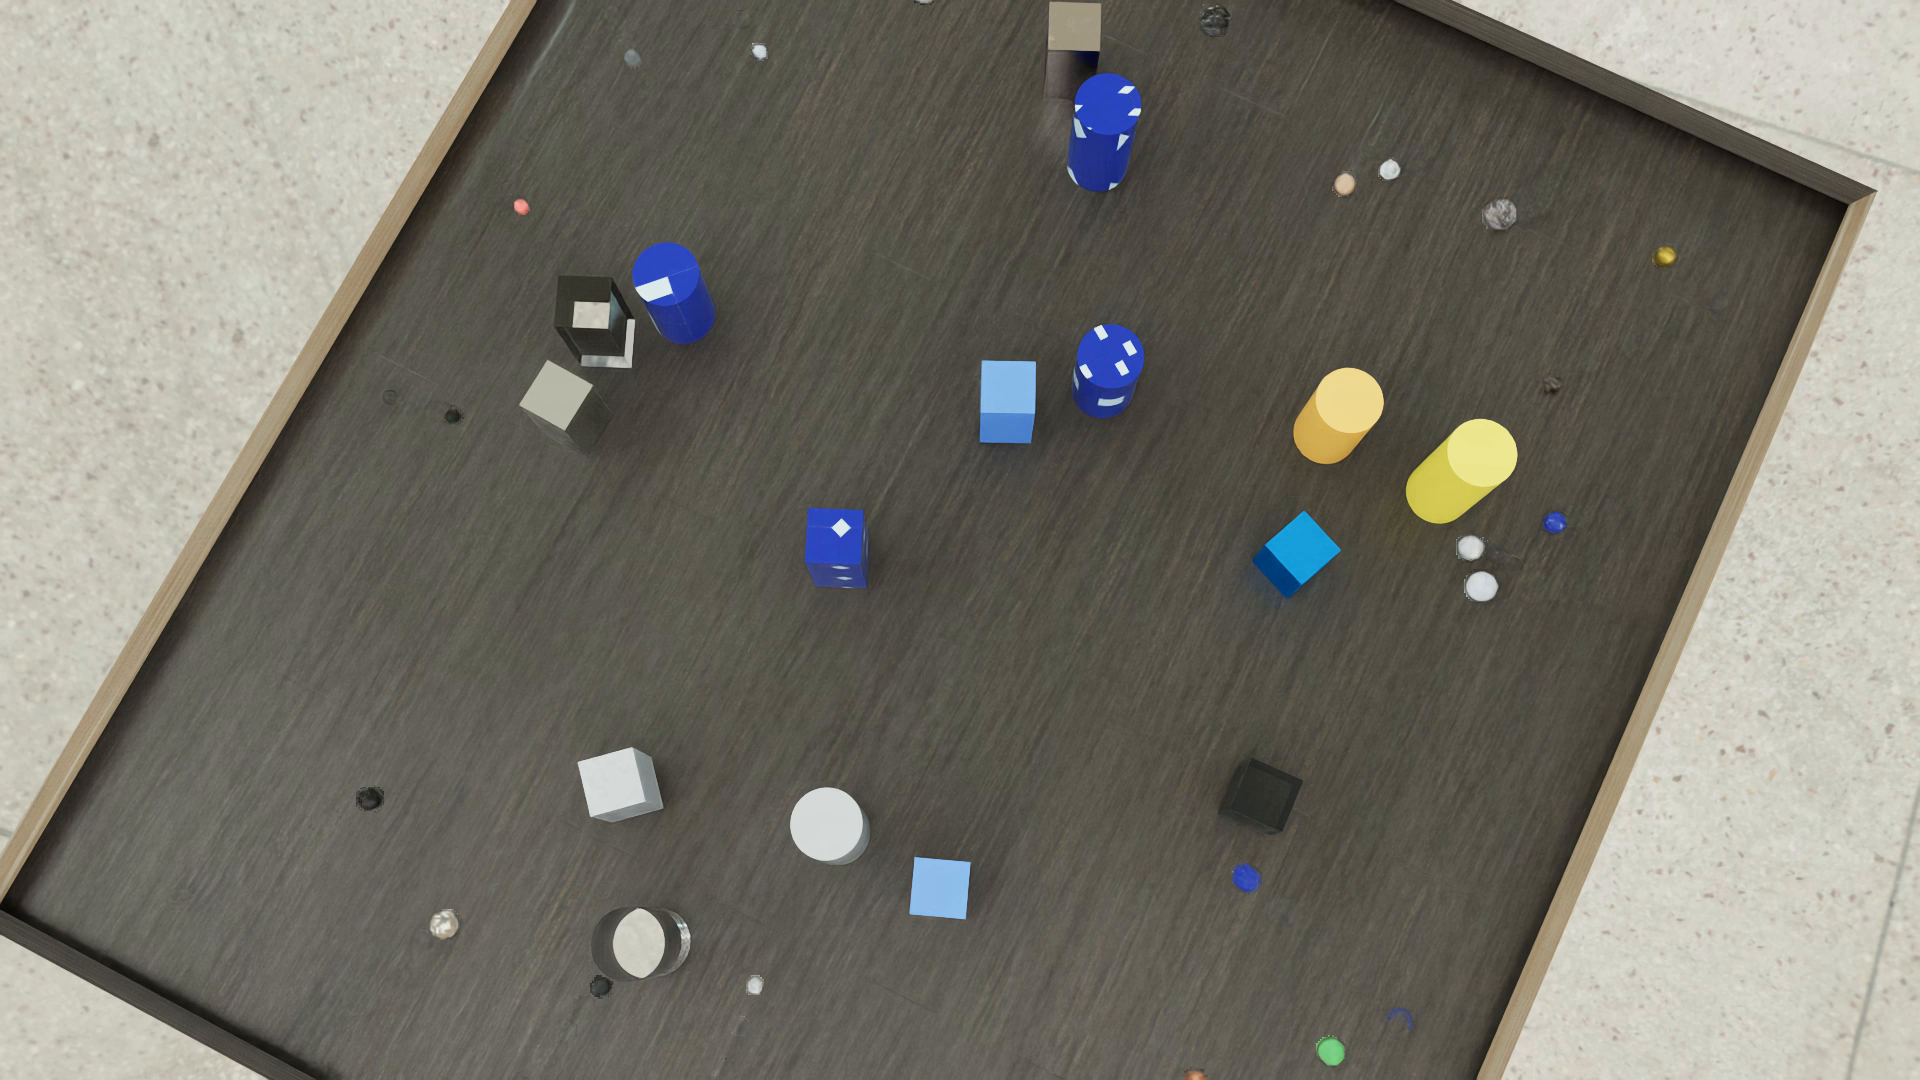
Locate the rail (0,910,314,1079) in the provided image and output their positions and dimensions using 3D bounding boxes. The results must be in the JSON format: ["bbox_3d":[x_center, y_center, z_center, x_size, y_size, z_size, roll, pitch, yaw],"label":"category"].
[{"bbox_3d":[-1.004,1.974,5.142,4.130,0.128,0.045,26,80,5],"label":"rail"}]

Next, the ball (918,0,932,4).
[{"bbox_3d":[-0.115,-1.782,5.945,0.079,0.079,0.079,0,78,0],"label":"ball"}]

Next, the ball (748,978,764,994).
[{"bbox_3d":[-0.595,1.296,5.326,0.045,0.045,0.045,0,78,0],"label":"ball"}]

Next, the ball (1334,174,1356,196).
[{"bbox_3d":[1.222,-1.128,5.816,0.066,0.066,0.066,0,78,0],"label":"ball"}]

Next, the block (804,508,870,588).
[{"bbox_3d":[-0.359,0.028,5.412,0.158,0.388,0.158,2,78,0],"label":"block"}]

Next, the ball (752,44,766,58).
[{"bbox_3d":[-0.646,-1.577,5.920,0.045,0.045,0.045,0,78,0],"label":"ball"}]

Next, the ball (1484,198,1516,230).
[{"bbox_3d":[1.705,-1.026,5.779,0.099,0.099,0.099,0,78,0],"label":"ball"}]

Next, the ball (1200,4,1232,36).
[{"bbox_3d":[0.825,-1.677,5.914,0.098,0.098,0.098,0,78,0],"label":"ball"}]

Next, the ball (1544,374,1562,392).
[{"bbox_3d":[1.841,-0.485,5.689,0.055,0.055,0.055,0,78,0],"label":"ball"}]

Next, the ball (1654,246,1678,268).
[{"bbox_3d":[2.222,-0.893,5.767,0.067,0.067,0.067,0,78,0],"label":"ball"}]

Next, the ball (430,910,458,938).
[{"bbox_3d":[-1.504,1.122,5.343,0.081,0.081,0.081,0,78,0],"label":"ball"}]

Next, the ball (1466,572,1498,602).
[{"bbox_3d":[1.578,0.141,5.541,0.091,0.091,0.091,0,78,0],"label":"ball"}]

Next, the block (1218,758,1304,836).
[{"bbox_3d":[0.871,0.749,5.327,0.158,0.263,0.158,24,79,5],"label":"block"}]

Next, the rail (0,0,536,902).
[{"bbox_3d":[-1.826,-0.887,5.734,0.045,0.128,4.538,26,80,5],"label":"rail"}]

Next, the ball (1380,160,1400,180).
[{"bbox_3d":[1.367,-1.176,5.828,0.063,0.063,0.063,0,78,0],"label":"ball"}]

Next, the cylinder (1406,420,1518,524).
[{"bbox_3d":[1.473,-0.196,5.407,0.197,0.490,0.197,0,78,0],"label":"cylinder"}]

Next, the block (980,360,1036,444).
[{"bbox_3d":[0.142,-0.413,5.528,0.158,0.341,0.158,1,78,0],"label":"block"}]

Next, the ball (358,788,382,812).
[{"bbox_3d":[-1.746,0.767,5.422,0.069,0.069,0.069,0,78,0],"label":"ball"}]

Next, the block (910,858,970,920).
[{"bbox_3d":[-0.056,1.004,5.277,0.158,0.258,0.158,5,78,1],"label":"block"}]

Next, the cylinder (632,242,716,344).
[{"bbox_3d":[-0.868,-0.748,5.585,0.197,0.366,0.197,0,78,0],"label":"cylinder"}]

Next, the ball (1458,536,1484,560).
[{"bbox_3d":[1.553,0.024,5.572,0.077,0.077,0.077,0,78,0],"label":"ball"}]

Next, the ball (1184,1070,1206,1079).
[{"bbox_3d":[0.676,1.556,5.261,0.065,0.065,0.065,0,78,0],"label":"ball"}]

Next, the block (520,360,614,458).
[{"bbox_3d":[-1.183,-0.392,5.530,0.158,0.328,0.158,29,80,6],"label":"block"}]

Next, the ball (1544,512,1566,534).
[{"bbox_3d":[1.816,-0.053,5.594,0.067,0.067,0.067,0,78,0],"label":"ball"}]

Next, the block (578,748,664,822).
[{"bbox_3d":[-0.978,0.711,5.303,0.158,0.327,0.158,-15,79,-3],"label":"block"}]

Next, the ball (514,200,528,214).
[{"bbox_3d":[-1.393,-1.059,5.813,0.044,0.044,0.044,0,78,0],"label":"ball"}]

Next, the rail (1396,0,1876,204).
[{"bbox_3d":[1.004,-1.960,5.956,4.130,0.128,0.045,26,80,5],"label":"rail"}]

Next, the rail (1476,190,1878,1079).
[{"bbox_3d":[1.826,0.901,5.364,0.045,0.128,4.538,26,80,5],"label":"rail"}]

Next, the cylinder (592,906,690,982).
[{"bbox_3d":[-0.889,1.130,5.138,0.197,0.479,0.197,0,78,0],"label":"cylinder"}]

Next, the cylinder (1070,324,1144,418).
[{"bbox_3d":[0.444,-0.508,5.554,0.197,0.328,0.197,0,78,0],"label":"cylinder"}]

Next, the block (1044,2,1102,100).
[{"bbox_3d":[0.350,-1.532,5.759,0.158,0.342,0.158,2,78,0],"label":"block"}]

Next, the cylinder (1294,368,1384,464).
[{"bbox_3d":[1.133,-0.369,5.506,0.197,0.366,0.197,0,78,0],"label":"cylinder"}]

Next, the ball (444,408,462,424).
[{"bbox_3d":[-1.568,-0.384,5.671,0.050,0.050,0.050,0,78,0],"label":"ball"}]

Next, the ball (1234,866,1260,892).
[{"bbox_3d":[0.842,0.994,5.371,0.077,0.077,0.077,0,78,0],"label":"ball"}]

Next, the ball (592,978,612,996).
[{"bbox_3d":[-1.038,1.297,5.320,0.055,0.055,0.055,0,78,0],"label":"ball"}]

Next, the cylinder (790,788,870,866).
[{"bbox_3d":[-0.364,0.819,5.213,0.197,0.457,0.197,0,78,0],"label":"cylinder"}]

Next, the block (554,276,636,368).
[{"bbox_3d":[-1.103,-0.658,5.554,0.158,0.390,0.158,2,78,0],"label":"block"}]

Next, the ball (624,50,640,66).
[{"bbox_3d":[-1.057,-1.555,5.912,0.052,0.052,0.052,0,78,0],"label":"ball"}]

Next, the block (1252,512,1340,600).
[{"bbox_3d":[1.004,0.047,5.482,0.158,0.244,0.158,-40,81,-8],"label":"block"}]

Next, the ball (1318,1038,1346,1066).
[{"bbox_3d":[1.070,1.473,5.273,0.076,0.076,0.076,0,78,0],"label":"ball"}]

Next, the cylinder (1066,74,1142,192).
[{"bbox_3d":[0.440,-1.252,5.655,0.197,0.432,0.197,0,78,0],"label":"cylinder"}]
